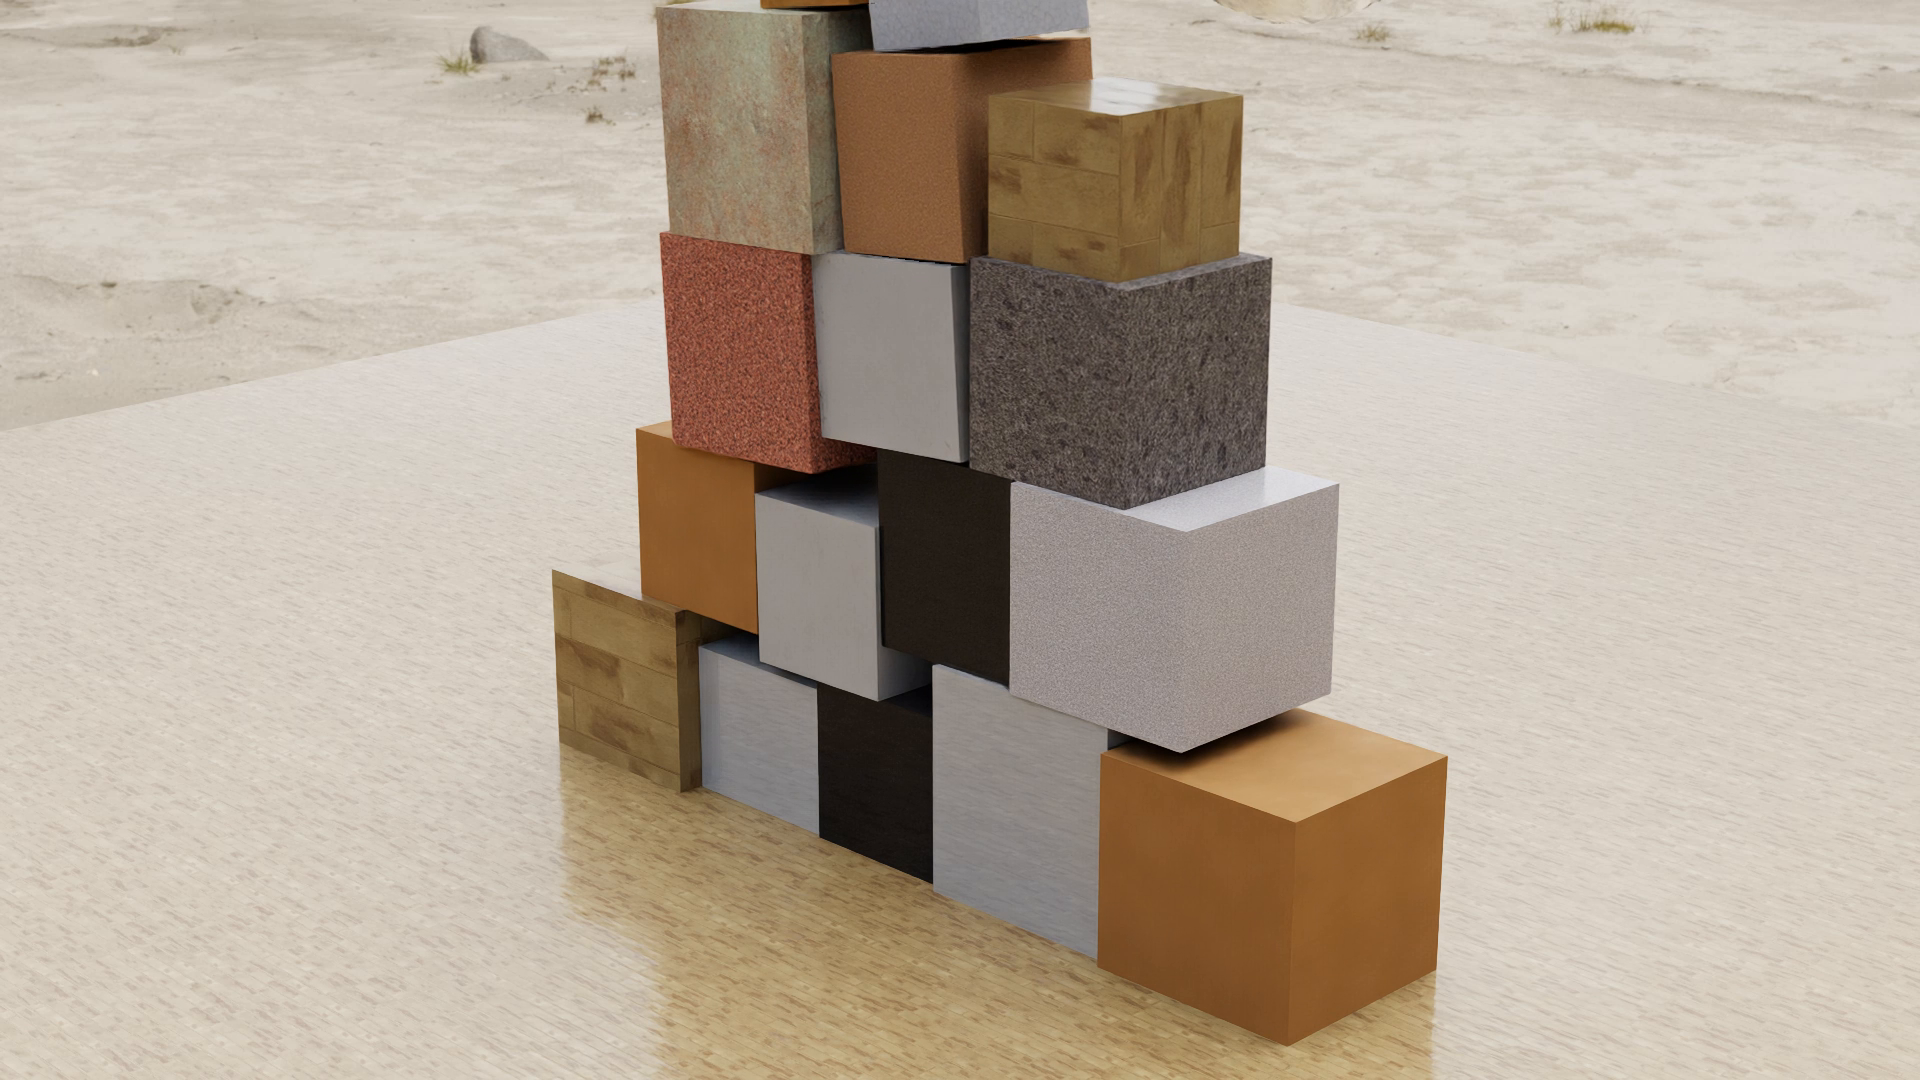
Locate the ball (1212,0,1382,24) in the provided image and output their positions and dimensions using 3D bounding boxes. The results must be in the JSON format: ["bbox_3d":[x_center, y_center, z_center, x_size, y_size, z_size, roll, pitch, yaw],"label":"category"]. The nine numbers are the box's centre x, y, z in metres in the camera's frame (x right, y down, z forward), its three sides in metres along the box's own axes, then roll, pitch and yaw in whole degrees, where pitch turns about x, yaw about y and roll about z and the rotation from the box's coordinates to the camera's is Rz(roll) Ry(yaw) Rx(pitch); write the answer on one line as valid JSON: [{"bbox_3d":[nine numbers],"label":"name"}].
[{"bbox_3d":[1.623,-3.276,14.013,1.600,1.600,1.600,0,17,0],"label":"ball"}]

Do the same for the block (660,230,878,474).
[{"bbox_3d":[-0.657,-0.974,13.754,1.056,1.008,0.983,-17,21,-42],"label":"block"}]

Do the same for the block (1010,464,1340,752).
[{"bbox_3d":[0.906,0.211,12.481,0.985,0.944,0.974,-17,24,-42],"label":"block"}]

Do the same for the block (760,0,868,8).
[{"bbox_3d":[-0.450,-2.674,12.903,0.672,0.588,0.619,-15,16,-39],"label":"block"}]

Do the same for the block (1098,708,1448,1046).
[{"bbox_3d":[1.310,1.362,12.378,1.007,0.979,1.039,-17,24,-42],"label":"block"}]

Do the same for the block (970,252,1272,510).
[{"bbox_3d":[0.676,-0.746,12.426,0.906,0.914,0.887,-17,24,-42],"label":"block"}]

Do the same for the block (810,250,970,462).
[{"bbox_3d":[-0.015,-0.900,13.068,0.892,0.846,0.882,-17,20,-42],"label":"block"}]

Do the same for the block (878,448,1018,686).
[{"bbox_3d":[0.224,0.023,13.091,0.820,0.935,0.832,-17,23,-42],"label":"block"}]

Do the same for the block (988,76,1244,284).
[{"bbox_3d":[0.645,-1.515,12.219,0.764,0.678,0.729,-17,24,-42],"label":"block"}]

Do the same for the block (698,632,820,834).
[{"bbox_3d":[-0.683,0.874,14.341,0.800,0.734,0.865,-17,24,-42],"label":"block"}]

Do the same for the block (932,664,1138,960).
[{"bbox_3d":[0.572,1.087,13.078,0.918,1.085,1.044,-17,24,-42],"label":"block"}]

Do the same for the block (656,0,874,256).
[{"bbox_3d":[-0.640,-1.938,13.397,1.022,1.038,1.015,-16,20,-41],"label":"block"}]

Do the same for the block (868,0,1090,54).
[{"bbox_3d":[0.058,-2.435,12.474,0.646,0.615,0.665,-16,14,-42],"label":"block"}]

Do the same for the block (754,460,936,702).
[{"bbox_3d":[-0.340,0.162,13.754,0.912,0.824,0.810,-17,23,-42],"label":"block"}]

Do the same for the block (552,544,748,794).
[{"bbox_3d":[-1.329,0.578,14.946,1.088,0.935,0.970,-17,24,-42],"label":"block"}]

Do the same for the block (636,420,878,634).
[{"bbox_3d":[-0.939,-0.143,14.277,0.905,0.840,0.862,-17,24,-42],"label":"block"}]

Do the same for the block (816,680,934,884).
[{"bbox_3d":[-0.100,1.022,13.742,0.789,0.810,0.811,-17,24,-42],"label":"block"}]

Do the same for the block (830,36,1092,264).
[{"bbox_3d":[0.030,-1.718,12.772,0.832,0.863,0.760,-16,18,-41],"label":"block"}]
